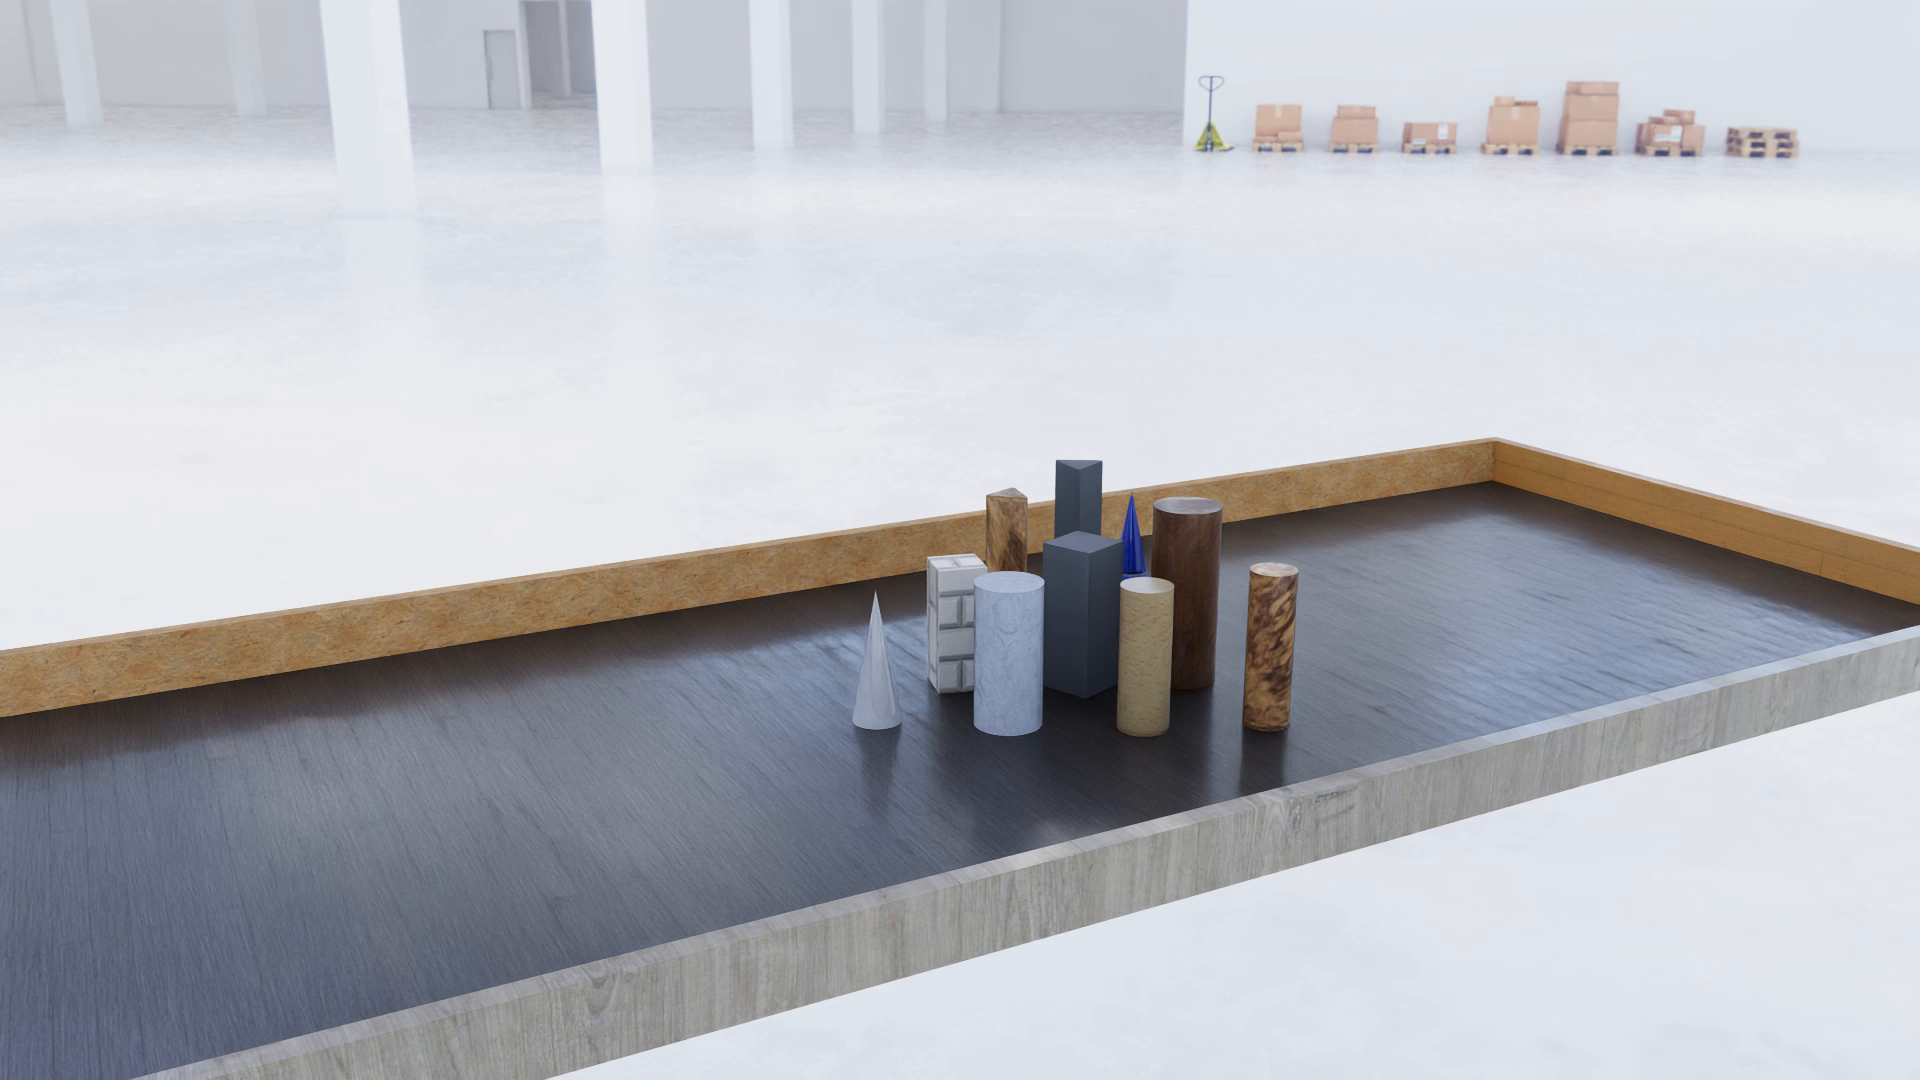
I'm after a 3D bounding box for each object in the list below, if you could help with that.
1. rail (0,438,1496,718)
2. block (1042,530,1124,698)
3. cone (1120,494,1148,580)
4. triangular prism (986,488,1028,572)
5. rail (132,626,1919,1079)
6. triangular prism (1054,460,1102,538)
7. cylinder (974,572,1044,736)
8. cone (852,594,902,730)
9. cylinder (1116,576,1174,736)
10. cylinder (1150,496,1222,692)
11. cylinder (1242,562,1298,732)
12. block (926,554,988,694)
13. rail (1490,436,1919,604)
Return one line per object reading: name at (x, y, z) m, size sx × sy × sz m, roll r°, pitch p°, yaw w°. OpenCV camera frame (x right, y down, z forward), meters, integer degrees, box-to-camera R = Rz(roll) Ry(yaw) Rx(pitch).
rail at (-3.305, 0.497, 3.399) m, size 12.000 × 0.150 × 0.050 m, roll -9°, pitch 18°, yaw -27°
block at (0.301, 0.182, 4.076) m, size 0.140 × 0.371 × 0.140 m, roll 14°, pitch 21°, yaw 39°
cone at (0.448, 0.074, 4.349) m, size 0.172 × 0.426 × 0.172 m, roll 0°, pitch 16°, yaw 0°
triangular prism at (0.131, 0.072, 4.374) m, size 0.109 × 0.414 × 0.094 m, roll 3°, pitch 17°, yaw 12°
rail at (-2.336, 1.006, 1.665) m, size 12.000 × 0.150 × 0.050 m, roll -9°, pitch 18°, yaw -27°
triangular prism at (0.310, -0.001, 4.578) m, size 0.111 × 0.441 × 0.128 m, roll 11°, pitch 20°, yaw 33°
cylinder at (0.113, 0.263, 3.842) m, size 0.163 × 0.348 × 0.163 m, roll 0°, pitch 16°, yaw 0°
cone at (-0.195, 0.271, 3.861) m, size 0.119 × 0.323 × 0.119 m, roll 0°, pitch 16°, yaw 0°
cylinder at (0.428, 0.270, 3.818) m, size 0.123 × 0.348 × 0.123 m, roll 0°, pitch 16°, yaw 0°
cylinder at (0.557, 0.133, 4.095) m, size 0.169 × 0.455 × 0.169 m, roll 0°, pitch 16°, yaw 0°
cylinder at (0.722, 0.249, 3.840) m, size 0.110 × 0.377 × 0.110 m, roll 0°, pitch 16°, yaw 0°
block at (-0.007, 0.207, 4.091) m, size 0.123 × 0.316 × 0.123 m, roll -4°, pitch 17°, yaw -14°
rail at (2.466, -0.048, 5.253) m, size 0.050 × 0.150 × 2.100 m, roll -9°, pitch 18°, yaw -27°
